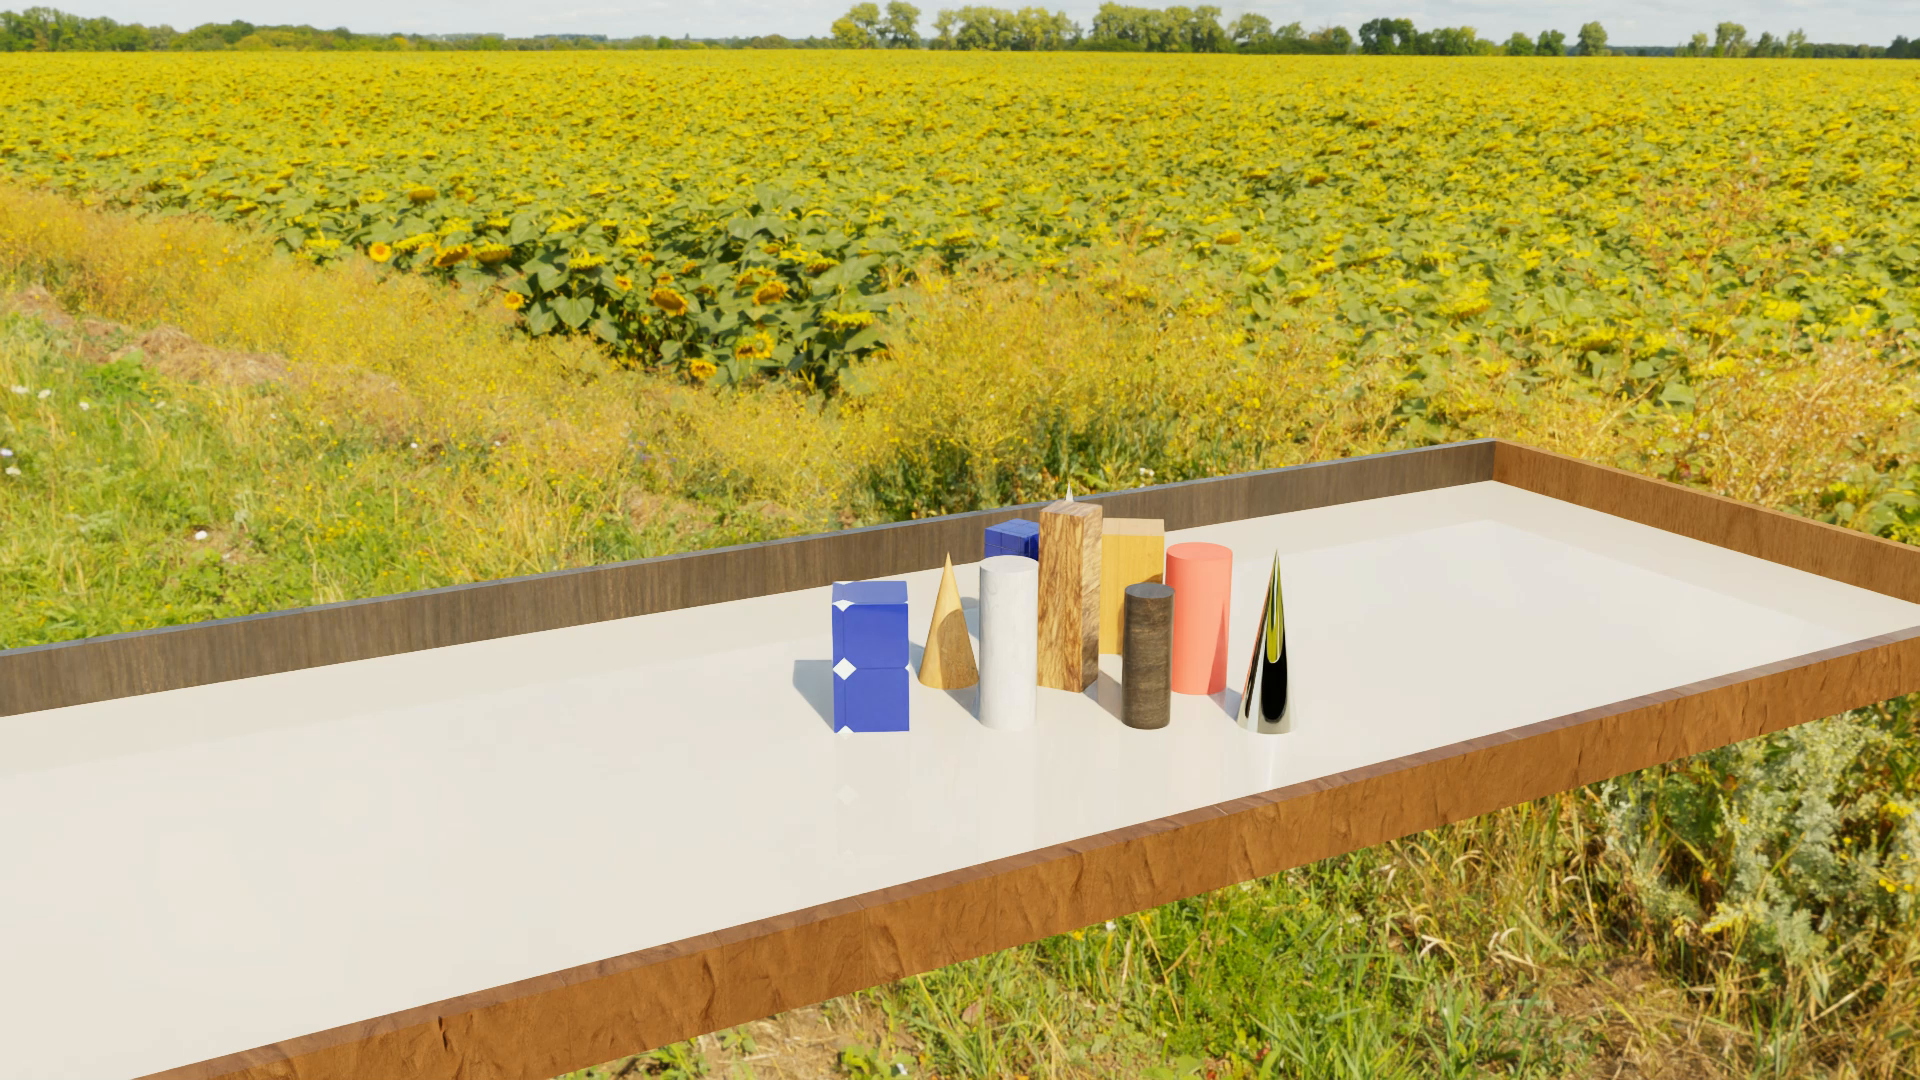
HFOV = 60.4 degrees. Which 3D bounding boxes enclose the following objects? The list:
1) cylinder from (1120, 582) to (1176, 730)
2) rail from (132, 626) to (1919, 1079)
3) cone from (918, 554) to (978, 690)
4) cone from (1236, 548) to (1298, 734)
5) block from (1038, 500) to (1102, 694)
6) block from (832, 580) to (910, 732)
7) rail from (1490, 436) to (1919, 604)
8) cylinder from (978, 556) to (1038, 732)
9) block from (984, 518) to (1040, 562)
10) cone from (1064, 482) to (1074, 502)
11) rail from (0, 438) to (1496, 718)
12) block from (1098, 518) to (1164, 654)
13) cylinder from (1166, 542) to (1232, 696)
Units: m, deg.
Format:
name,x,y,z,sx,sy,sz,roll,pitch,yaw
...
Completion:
name,x,y,z,sx,sy,sz,roll,pitch,yaw
cylinder,0.439,0.272,3.858,0.117,0.323,0.117,0,16,0
rail,-2.336,1.006,1.665,12.000,0.150,0.050,-9,18,-27
cone,-0.029,0.188,4.119,0.155,0.335,0.155,0,16,0
cone,0.725,0.222,3.828,0.143,0.435,0.143,0,16,0
block,0.271,0.139,4.079,0.117,0.452,0.117,8,18,26
block,-0.209,0.272,3.874,0.174,0.313,0.174,-1,16,-3
rail,2.466,-0.048,5.253,0.050,0.150,2.100,-9,18,-27
cylinder,0.113,0.241,3.850,0.137,0.387,0.137,0,16,0
block,0.159,0.124,4.360,0.133,0.324,0.133,14,21,39
cone,0.304,0.015,4.626,0.167,0.382,0.167,0,16,0
rail,-3.305,0.497,3.399,12.000,0.150,0.050,-9,18,-27
block,0.453,0.122,4.359,0.161,0.327,0.161,2,16,6
cylinder,0.586,0.193,4.083,0.161,0.346,0.161,0,16,0
